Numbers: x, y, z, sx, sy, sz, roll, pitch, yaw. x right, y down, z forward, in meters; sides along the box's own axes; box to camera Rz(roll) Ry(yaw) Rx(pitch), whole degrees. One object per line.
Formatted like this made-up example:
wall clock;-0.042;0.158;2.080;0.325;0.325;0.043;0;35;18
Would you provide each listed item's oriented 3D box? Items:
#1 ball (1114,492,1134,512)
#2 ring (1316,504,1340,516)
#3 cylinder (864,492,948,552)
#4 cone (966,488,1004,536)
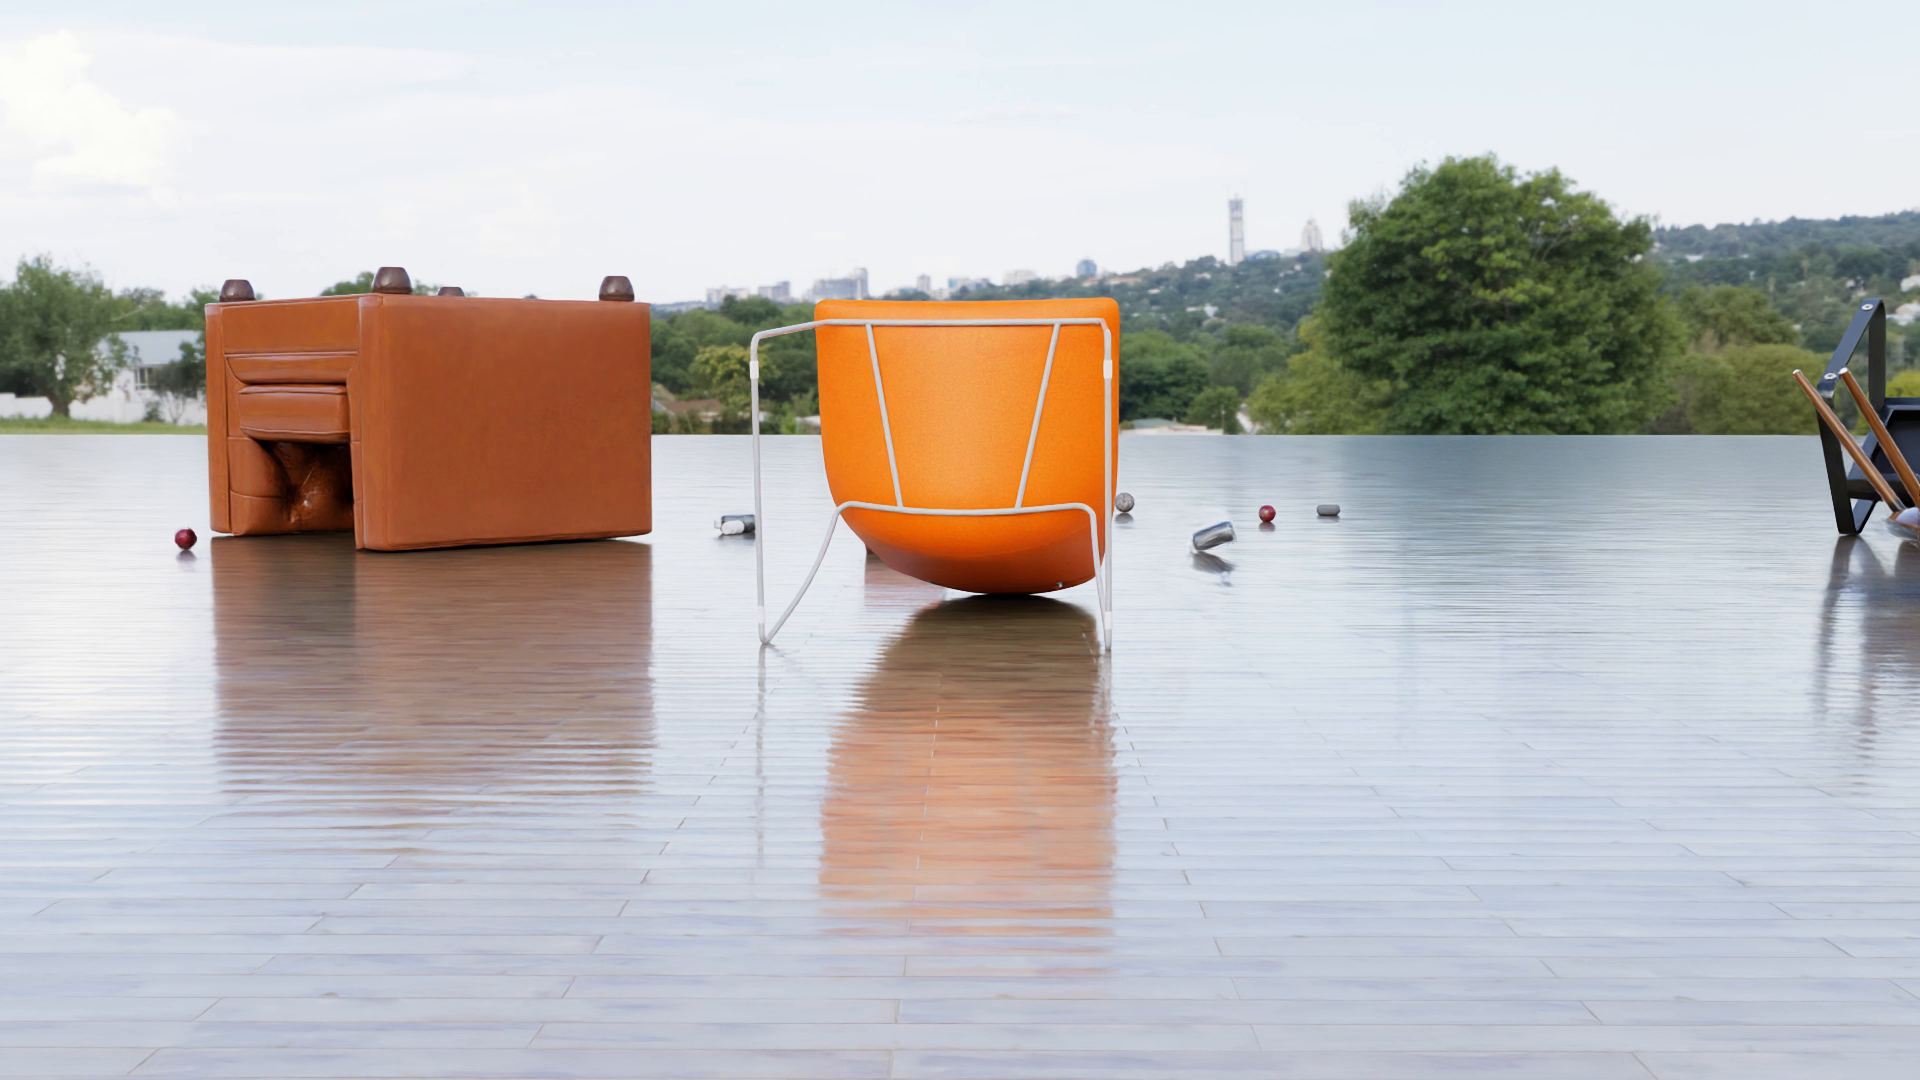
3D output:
ball;0.598;-0.137;7.998;0.074;0.074;0.074;0;4;0
ring;1.315;-0.108;7.854;0.083;0.037;0.107;0;3;21
cylinder;-0.146;-0.048;6.028;0.218;0.167;0.136;0;4;3
cone;0.048;-0.054;6.781;0.108;0.167;0.211;23;-23;-10
